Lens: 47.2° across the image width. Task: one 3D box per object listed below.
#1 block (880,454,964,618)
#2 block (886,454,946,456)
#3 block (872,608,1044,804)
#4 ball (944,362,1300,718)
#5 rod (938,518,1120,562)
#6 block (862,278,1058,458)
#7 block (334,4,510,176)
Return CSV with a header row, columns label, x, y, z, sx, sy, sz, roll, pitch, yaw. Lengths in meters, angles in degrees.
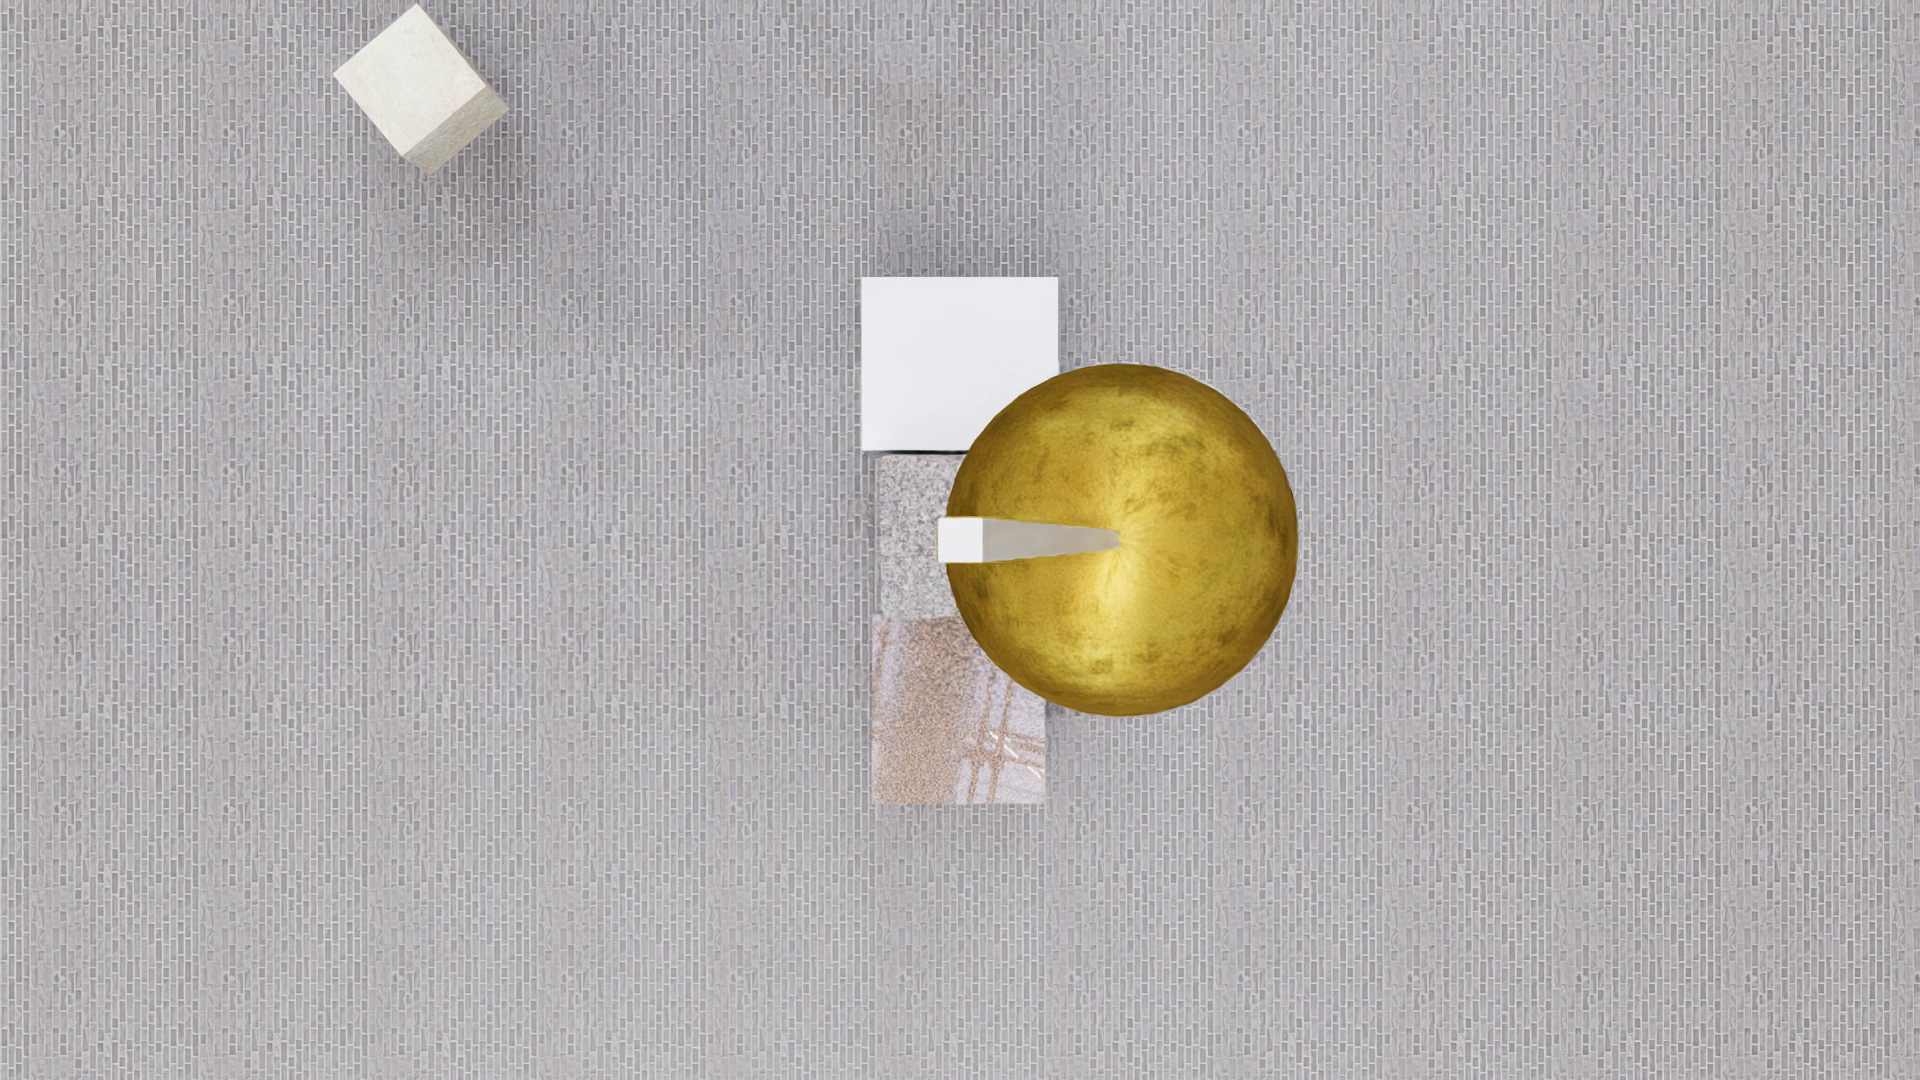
label,x,y,z,sx,sy,sz,roll,pitch,yaw
block,-0.044,-0.020,11.758,0.733,0.768,0.840,0,90,0
block,0.007,-0.038,12.571,0.829,0.858,0.867,0,90,0
block,-0.010,0.919,12.480,0.940,1.040,1.030,0,90,0
ball,0.724,0.000,9.929,1.600,1.600,1.600,0,90,0
rod,0.314,0.000,6.554,0.080,5.200,0.080,0,90,7
block,-0.001,-0.959,12.489,1.067,1.022,0.944,0,90,0
block,-3.091,-2.583,12.671,0.616,0.657,0.604,-40,90,0
